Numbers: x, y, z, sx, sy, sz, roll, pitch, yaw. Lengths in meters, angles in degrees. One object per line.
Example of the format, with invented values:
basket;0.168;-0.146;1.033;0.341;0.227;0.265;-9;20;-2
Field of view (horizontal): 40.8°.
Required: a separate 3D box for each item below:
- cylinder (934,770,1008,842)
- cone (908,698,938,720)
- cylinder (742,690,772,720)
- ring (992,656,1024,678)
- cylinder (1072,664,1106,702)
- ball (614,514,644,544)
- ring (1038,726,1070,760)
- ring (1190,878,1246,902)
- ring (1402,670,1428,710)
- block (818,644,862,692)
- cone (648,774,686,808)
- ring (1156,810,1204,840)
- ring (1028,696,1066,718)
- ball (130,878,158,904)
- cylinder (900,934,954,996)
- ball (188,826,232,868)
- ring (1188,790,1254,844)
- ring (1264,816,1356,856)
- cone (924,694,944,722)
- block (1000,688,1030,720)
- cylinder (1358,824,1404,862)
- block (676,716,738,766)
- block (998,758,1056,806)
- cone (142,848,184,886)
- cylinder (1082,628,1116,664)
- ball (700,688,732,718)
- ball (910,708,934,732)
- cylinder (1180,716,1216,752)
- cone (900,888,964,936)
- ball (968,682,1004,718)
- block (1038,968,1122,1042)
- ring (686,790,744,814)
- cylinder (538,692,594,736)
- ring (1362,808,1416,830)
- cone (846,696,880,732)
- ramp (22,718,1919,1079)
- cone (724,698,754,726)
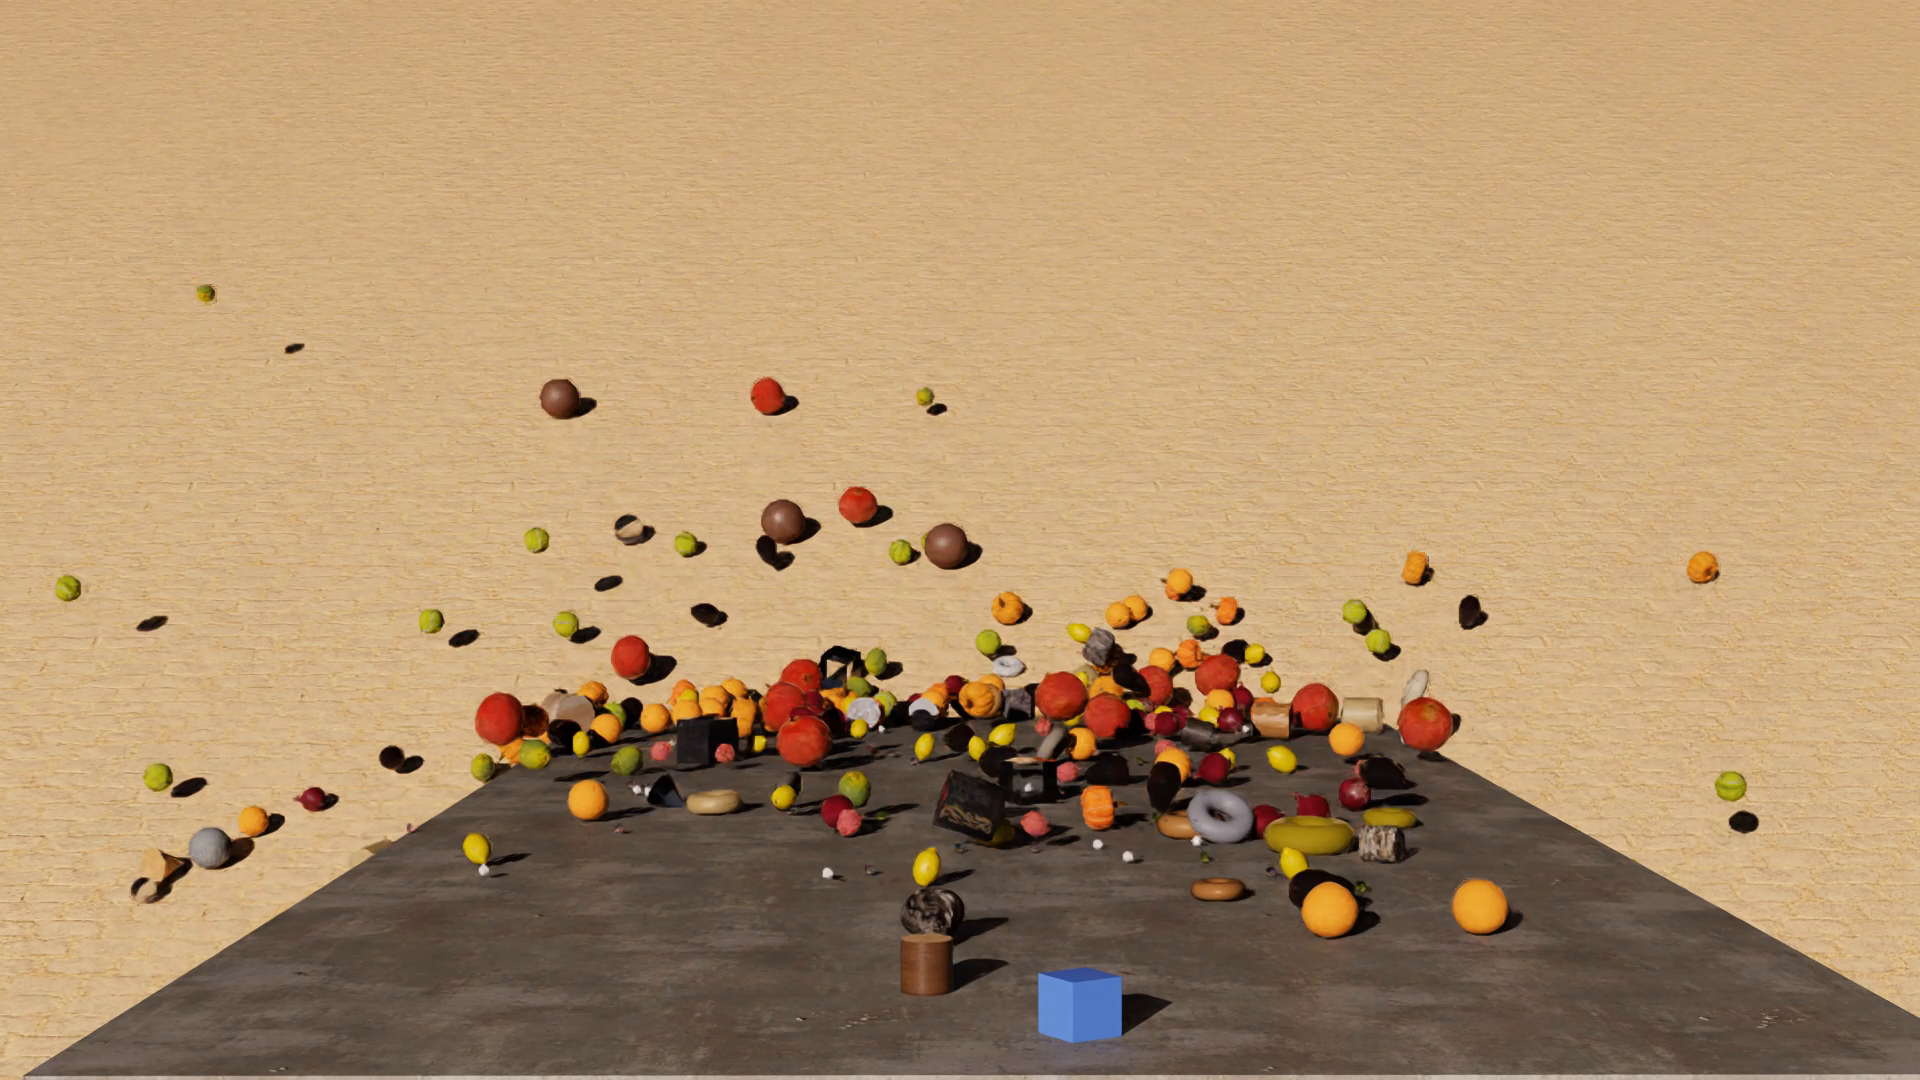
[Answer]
cylinder;0.017;0.427;4.145;0.094;0.094;0.094;18;26;-5
cone;-0.086;0.404;6.305;0.072;0.072;0.072;2;21;5
cylinder;-0.498;0.407;6.350;0.053;0.053;0.053;43;31;-5
ring;0.129;0.342;6.973;0.086;0.029;0.086;0;28;0
cylinder;0.342;0.378;6.847;0.072;0.072;0.072;-9;29;-18
ball;-0.983;-0.032;7.652;0.088;0.088;0.088;0;27;0
ring;0.197;0.434;5.443;0.031;0.093;0.093;35;39;19
ring;0.369;0.499;3.689;0.080;0.027;0.080;-1;0;0
ring;1.117;0.369;6.339;0.037;0.112;0.112;25;30;3
block;-0.320;0.344;6.897;0.083;0.083;0.083;16;27;20
cone;-0.527;0.477;4.749;0.066;0.066;0.066;30;38;26
ring;0.390;0.480;4.348;0.117;0.039;0.117;0;2;0
ring;0.209;0.431;6.655;0.132;0.044;0.132;-5;3;0
ball;-1.896;0.813;5.997;0.060;0.060;0.060;0;27;0
cylinder;-0.038;0.496;3.014;0.062;0.062;0.062;0;1;0
ball;-1.778;0.730;6.119;0.099;0.099;0.099;0;27;0
ring;0.433;0.459;4.286;0.114;0.038;0.114;6;38;-4
ring;0.564;0.478;4.171;0.148;0.049;0.148;0;2;0
cone;-0.091;0.432;6.445;0.072;0.072;0.072;19;29;34
block;0.141;0.417;6.571;0.058;0.058;0.058;-5;17;-21
cylinder;0.662;0.476;4.047;0.057;0.057;0.057;0;24;28
block;-0.542;0.429;5.528;0.093;0.093;0.093;1;1;37
block;0.126;0.450;4.822;0.078;0.078;0.078;-1;1;-31
cone;-1.867;0.766;6.097;0.091;0.091;0.091;21;13;35
cylinder;0.368;0.283;6.843;0.069;0.069;0.069;13;53;24
ball;-0.632;0.430;6.715;0.087;0.087;0.087;0;27;0
ball;-0.093;0.433;6.201;0.056;0.056;0.056;0;27;0
cylinder;0.526;0.428;5.707;0.063;0.063;0.063;15;29;9
cone;-0.030;0.502;3.298;0.083;0.083;0.083;-3;28;-6
ball;0.064;0.409;6.562;0.091;0.091;0.091;0;27;0
block;0.129;0.499;2.774;0.064;0.064;0.064;-1;1;-33
ring;-0.444;0.475;4.674;0.105;0.035;0.105;-3;2;0
cylinder;-0.935;0.414;6.128;0.099;0.099;0.099;-19;11;-33
ring;0.741;0.481;4.459;0.093;0.031;0.093;1;0;0
cone;-0.249;0.410;6.246;0.087;0.087;0.087;-10;15;-20
ramp;0.060;0.544;4.581;2.000;0.100;4.000;0;1;0
cone;-0.548;0.442;6.356;0.075;0.075;0.075;2;28;4
